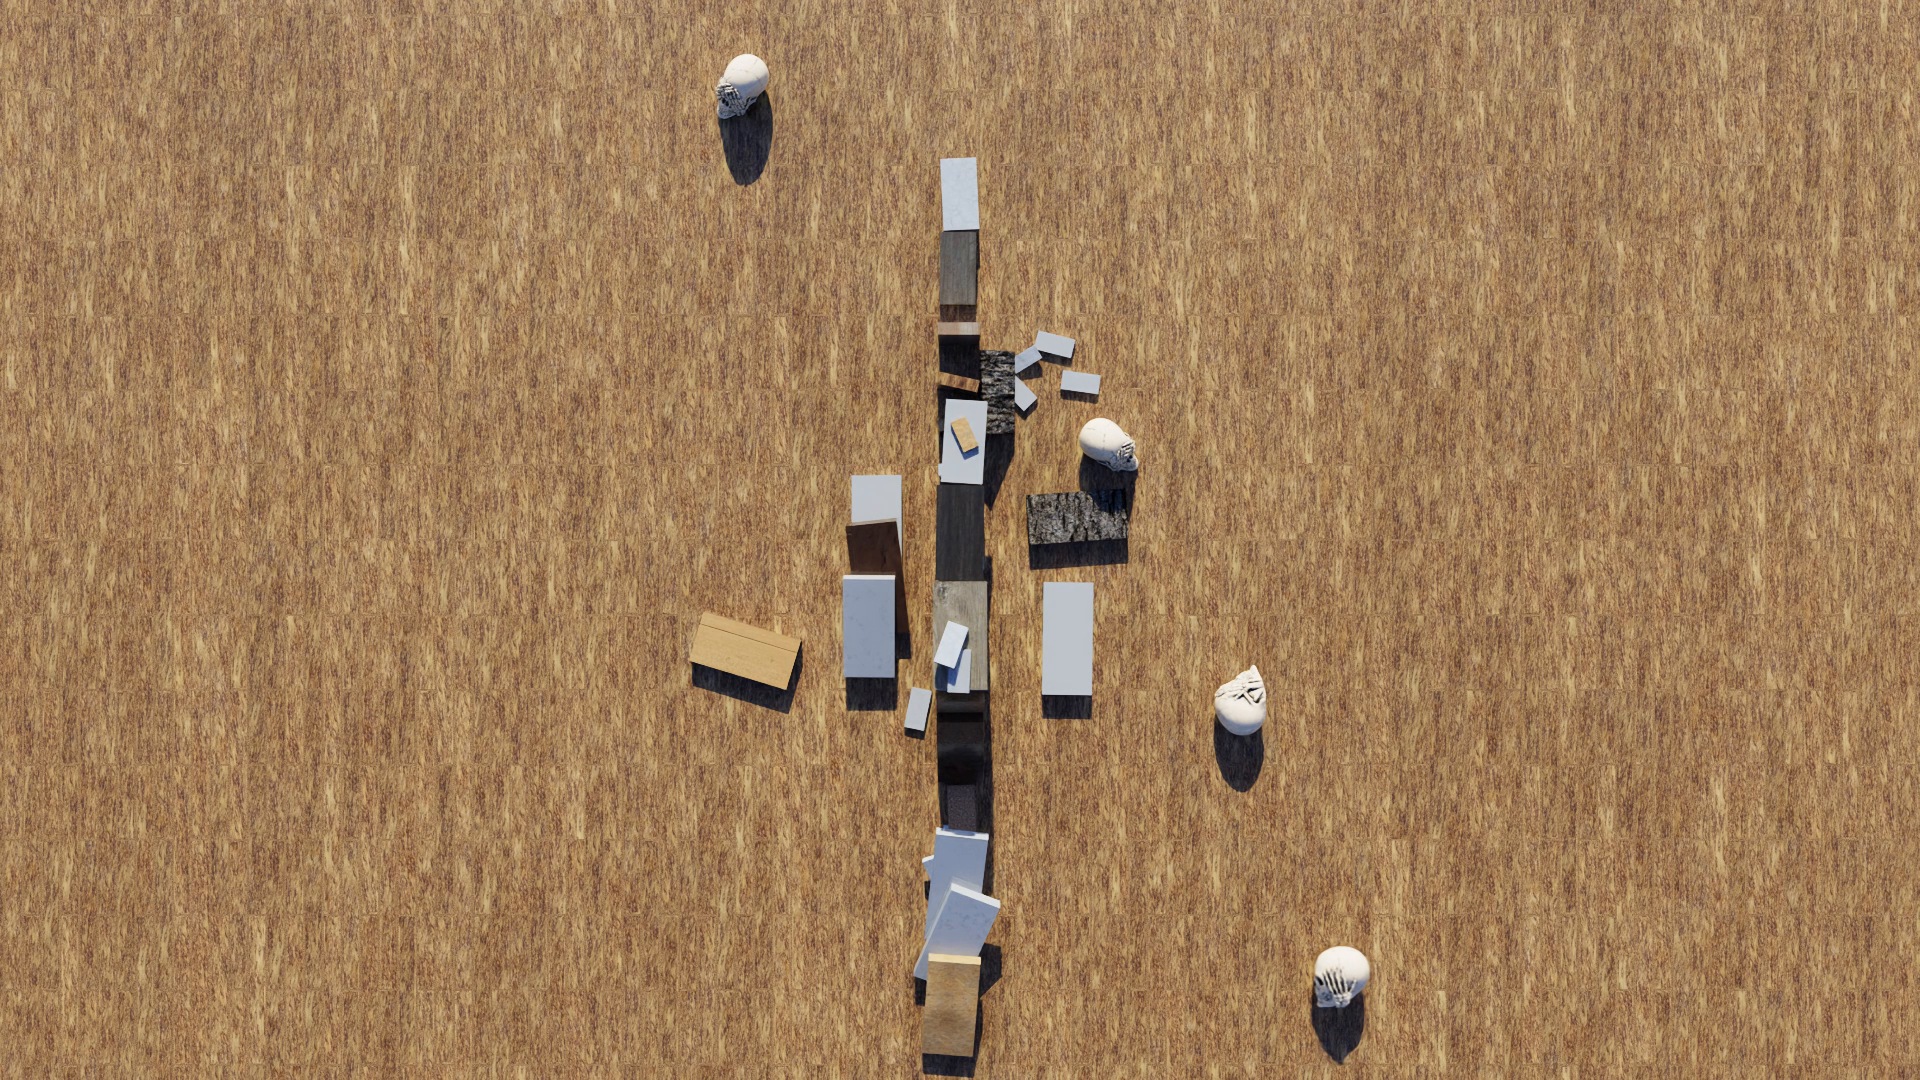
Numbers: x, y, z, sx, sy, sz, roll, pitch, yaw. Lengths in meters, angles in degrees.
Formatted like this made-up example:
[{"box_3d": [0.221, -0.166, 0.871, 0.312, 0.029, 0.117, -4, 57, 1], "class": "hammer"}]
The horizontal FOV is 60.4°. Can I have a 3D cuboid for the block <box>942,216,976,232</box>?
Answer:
[{"box_3d": [-0.004, -1.055, 5.483, 0.118, 0.033, 0.236, 0, 90, 0], "class": "block"}]

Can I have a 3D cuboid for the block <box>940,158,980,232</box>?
[{"box_3d": [-0.001, -1.140, 5.450, 0.118, 0.033, 0.236, -3, 90, 0], "class": "block"}]

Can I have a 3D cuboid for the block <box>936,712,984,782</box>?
[{"box_3d": [0.000, 0.679, 5.383, 0.149, 0.042, 0.299, 0, 132, 0], "class": "block"}]

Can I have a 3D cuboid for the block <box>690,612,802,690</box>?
[{"box_3d": [-0.712, 0.366, 5.476, 0.336, 0.048, 0.168, 17, 90, 0], "class": "block"}]

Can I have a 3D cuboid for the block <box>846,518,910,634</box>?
[{"box_3d": [-0.270, 0.124, 5.431, 0.168, 0.048, 0.378, -6, 103, 1], "class": "block"}]

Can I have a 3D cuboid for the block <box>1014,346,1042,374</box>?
[{"box_3d": [0.217, -0.600, 5.483, 0.102, 0.014, 0.051, -31, 90, 11], "class": "block"}]

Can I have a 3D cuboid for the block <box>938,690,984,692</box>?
[{"box_3d": [0.004, 0.477, 5.350, 0.149, 0.299, 0.042, 0, 78, 0], "class": "block"}]

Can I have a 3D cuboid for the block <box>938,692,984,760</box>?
[{"box_3d": [0.004, 0.607, 5.380, 0.149, 0.042, 0.299, 0, 135, 0], "class": "block"}]

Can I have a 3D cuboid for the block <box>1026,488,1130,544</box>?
[{"box_3d": [0.389, -0.078, 5.477, 0.329, 0.047, 0.165, -4, 90, 0], "class": "block"}]

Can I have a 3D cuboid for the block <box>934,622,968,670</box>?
[{"box_3d": [-0.027, 0.324, 5.090, 0.067, 0.019, 0.134, 19, 77, 4], "class": "block"}]

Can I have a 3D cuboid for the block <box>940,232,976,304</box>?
[{"box_3d": [-0.007, -0.899, 5.458, 0.118, 0.033, 0.236, 1, 103, 0], "class": "block"}]

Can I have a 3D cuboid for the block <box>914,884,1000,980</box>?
[{"box_3d": [-0.012, 1.310, 5.423, 0.170, 0.048, 0.340, 21, 106, -4], "class": "block"}]

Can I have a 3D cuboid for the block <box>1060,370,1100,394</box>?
[{"box_3d": [0.401, -0.524, 5.491, 0.126, 0.018, 0.063, 8, 90, 0], "class": "block"}]

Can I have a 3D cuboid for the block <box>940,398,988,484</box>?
[{"box_3d": [0.013, -0.310, 5.219, 0.131, 0.037, 0.262, 4, 90, 0], "class": "block"}]

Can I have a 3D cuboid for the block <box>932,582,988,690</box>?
[{"box_3d": [0.000, 0.297, 5.140, 0.168, 0.048, 0.336, 0, 90, 0], "class": "block"}]

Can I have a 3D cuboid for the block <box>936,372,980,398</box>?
[{"box_3d": [-0.007, -0.505, 5.364, 0.135, 0.271, 0.038, 13, 91, 0], "class": "block"}]

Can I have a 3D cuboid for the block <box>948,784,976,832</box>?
[{"box_3d": [0.006, 0.905, 5.470, 0.091, 0.026, 0.182, -2, 79, -1], "class": "block"}]

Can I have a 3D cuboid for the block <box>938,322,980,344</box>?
[{"box_3d": [-0.004, -0.671, 5.365, 0.135, 0.271, 0.038, 0, 90, 0], "class": "block"}]

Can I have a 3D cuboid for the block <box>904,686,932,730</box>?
[{"box_3d": [-0.140, 0.562, 5.491, 0.067, 0.019, 0.134, 12, 90, 0], "class": "block"}]

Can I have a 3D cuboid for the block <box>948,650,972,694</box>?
[{"box_3d": [-0.002, 0.405, 5.106, 0.067, 0.019, 0.134, 3, 90, 0], "class": "block"}]

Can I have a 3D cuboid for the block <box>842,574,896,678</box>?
[{"box_3d": [-0.298, 0.284, 5.420, 0.168, 0.048, 0.336, 1, 104, 0], "class": "block"}]

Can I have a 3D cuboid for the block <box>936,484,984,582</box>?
[{"box_3d": [0.000, -0.022, 5.180, 0.149, 0.042, 0.299, 1, 90, 0], "class": "block"}]

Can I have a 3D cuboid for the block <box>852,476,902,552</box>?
[{"box_3d": [-0.275, -0.049, 5.477, 0.165, 0.047, 0.329, 0, 90, 0], "class": "block"}]

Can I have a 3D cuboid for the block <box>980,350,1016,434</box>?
[{"box_3d": [0.122, -0.485, 5.419, 0.038, 0.135, 0.271, 4, 95, 41], "class": "block"}]

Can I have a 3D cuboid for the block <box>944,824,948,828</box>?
[{"box_3d": [-0.011, 1.039, 5.487, 0.091, 0.026, 0.182, 1, 90, 0], "class": "block"}]

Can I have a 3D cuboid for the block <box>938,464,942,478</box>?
[{"box_3d": [-0.003, -0.224, 5.369, 0.131, 0.262, 0.037, 0, 90, 0], "class": "block"}]

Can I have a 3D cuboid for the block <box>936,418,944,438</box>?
[{"box_3d": [-0.005, -0.379, 5.369, 0.131, 0.262, 0.037, -16, 90, 0], "class": "block"}]

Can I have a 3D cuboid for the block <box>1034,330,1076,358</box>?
[{"box_3d": [0.315, -0.650, 5.491, 0.126, 0.018, 0.063, 14, 90, 0], "class": "block"}]

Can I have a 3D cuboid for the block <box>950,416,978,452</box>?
[{"box_3d": [0.014, -0.333, 5.194, 0.051, 0.014, 0.102, -24, 90, 0], "class": "block"}]

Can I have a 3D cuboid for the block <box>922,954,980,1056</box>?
[{"box_3d": [-0.030, 1.532, 5.433, 0.170, 0.048, 0.340, 4, 105, 0], "class": "block"}]

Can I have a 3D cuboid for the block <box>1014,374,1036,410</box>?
[{"box_3d": [0.191, -0.495, 5.491, 0.063, 0.018, 0.126, -44, 90, 0], "class": "block"}]

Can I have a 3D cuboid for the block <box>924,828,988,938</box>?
[{"box_3d": [-0.013, 1.139, 5.424, 0.170, 0.048, 0.382, 6, 106, 0], "class": "block"}]

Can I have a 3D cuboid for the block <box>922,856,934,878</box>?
[{"box_3d": [-0.047, 1.123, 5.458, 0.091, 0.026, 0.182, -21, 104, 8], "class": "block"}]

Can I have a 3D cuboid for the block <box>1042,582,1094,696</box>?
[{"box_3d": [0.357, 0.326, 5.477, 0.165, 0.047, 0.372, 1, 90, 0], "class": "block"}]
